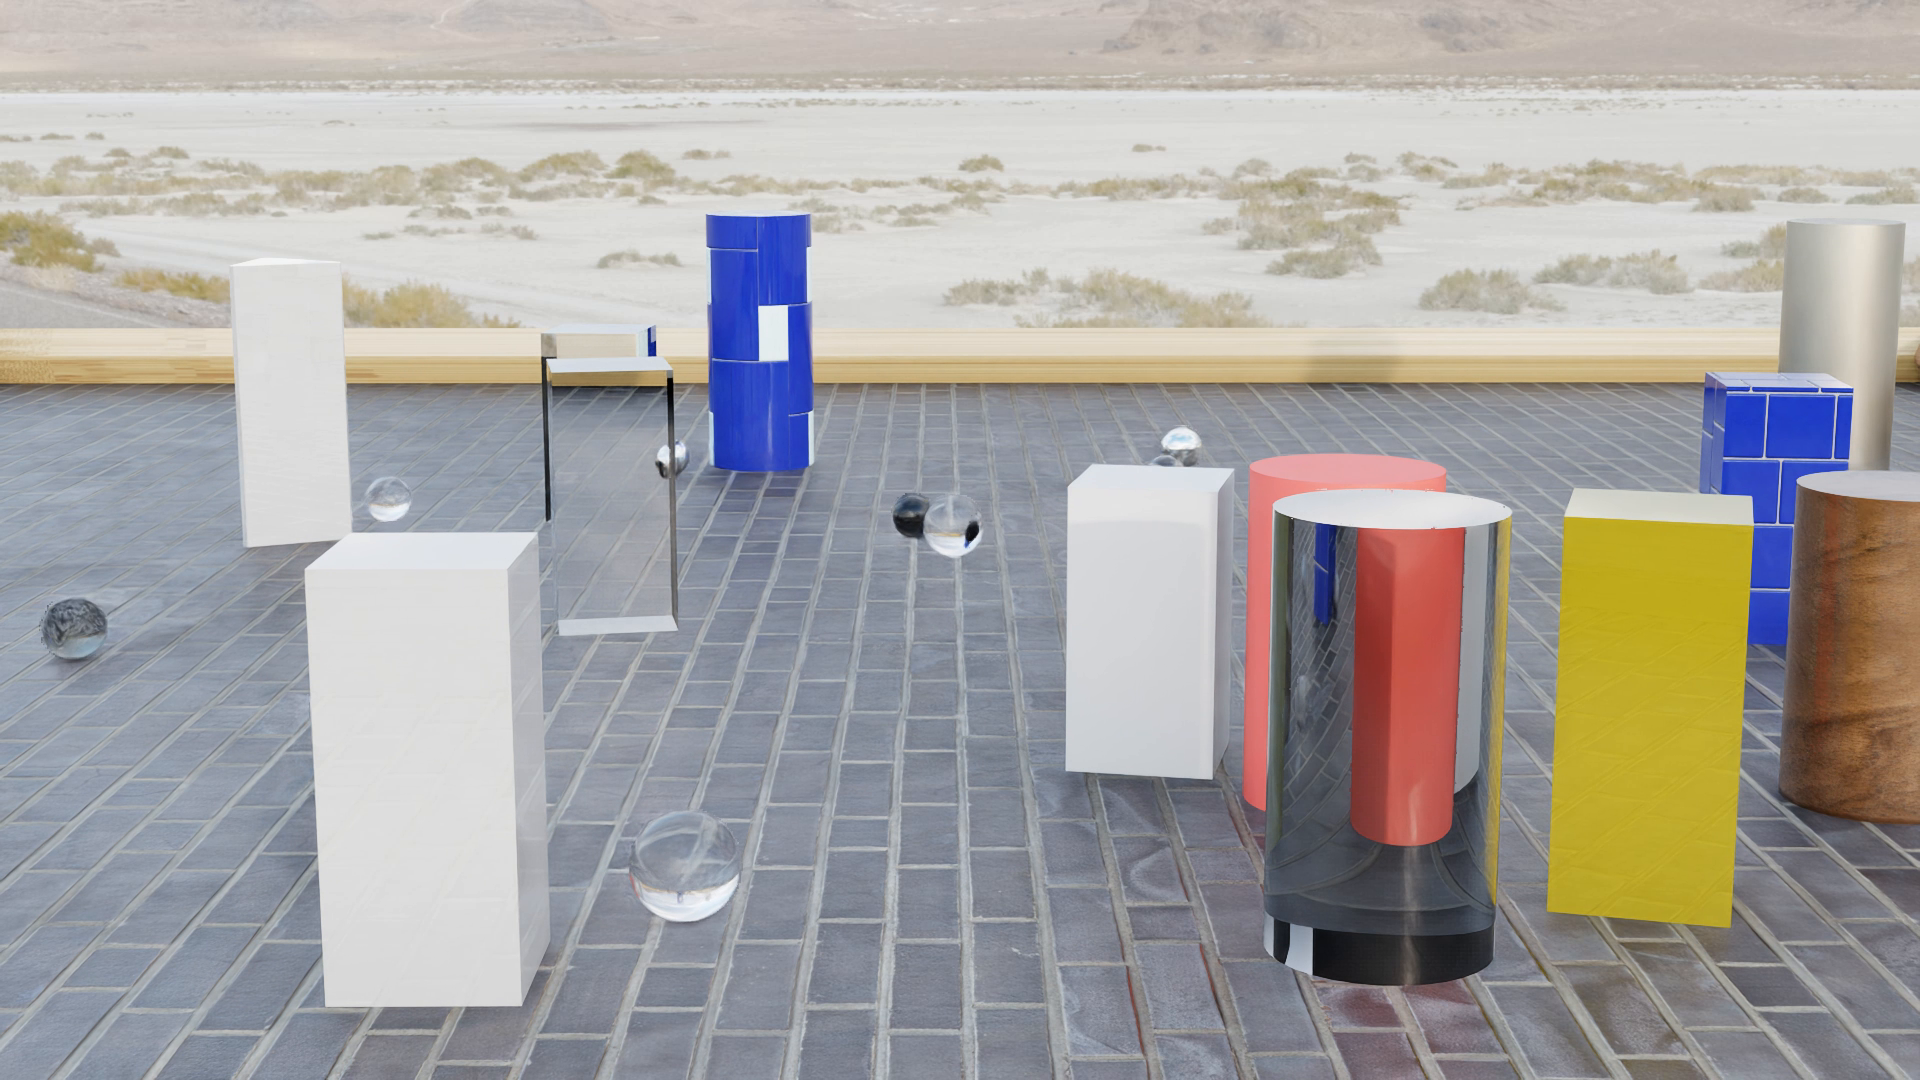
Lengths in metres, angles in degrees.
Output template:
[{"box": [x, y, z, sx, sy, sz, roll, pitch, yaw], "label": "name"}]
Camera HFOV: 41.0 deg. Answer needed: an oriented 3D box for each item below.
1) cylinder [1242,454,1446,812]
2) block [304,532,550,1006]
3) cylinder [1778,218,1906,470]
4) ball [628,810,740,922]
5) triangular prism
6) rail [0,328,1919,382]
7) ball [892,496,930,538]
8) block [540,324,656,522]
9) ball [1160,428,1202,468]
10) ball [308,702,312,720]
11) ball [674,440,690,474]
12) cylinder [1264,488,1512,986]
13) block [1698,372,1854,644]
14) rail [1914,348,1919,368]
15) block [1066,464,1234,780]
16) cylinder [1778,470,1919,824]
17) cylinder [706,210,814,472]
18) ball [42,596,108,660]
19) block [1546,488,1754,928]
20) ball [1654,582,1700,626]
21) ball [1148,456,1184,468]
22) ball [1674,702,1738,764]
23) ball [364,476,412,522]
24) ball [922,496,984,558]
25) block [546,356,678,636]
[{"box": [0.381, 0.094, 2.550, 0.192, 0.334, 0.192, 0, 11, 0], "label": "cylinder"}, {"box": [-0.420, 0.179, 2.050, 0.153, 0.349, 0.153, 0, 11, -1], "label": "block"}, {"box": [1.499, -0.312, 4.383, 0.192, 0.461, 0.192, 0, 11, 0], "label": "cylinder"}, {"box": [-0.236, 0.280, 2.201, 0.096, 0.096, 0.096, 0, 11, 0], "label": "ball"}, {"box": [-1.049, -0.218, 3.970, 0.166, 0.427, 0.144, -5, 12, -27], "label": "triangular prism"}, {"box": [-0.014, -0.421, 5.883, 4.490, 0.124, 0.045, 0, 11, 0], "label": "rail"}, {"box": [-0.072, -0.036, 3.984, 0.065, 0.065, 0.065, 0, 11, 0], "label": "ball"}, {"box": [-0.581, -0.191, 4.159, 0.153, 0.305, 0.153, 1, 11, 5], "label": "block"}, {"box": [0.402, -0.167, 4.657, 0.075, 0.075, 0.075, 0, 11, 0], "label": "ball"}, {"box": [-0.658, 0.179, 2.768, 0.087, 0.087, 0.087, 0, 11, 0], "label": "ball"}, {"box": [-0.516, -0.148, 4.582, 0.066, 0.066, 0.066, 0, 11, 0], "label": "ball"}, {"box": [0.349, 0.157, 2.111, 0.192, 0.371, 0.192, 0, 11, 0], "label": "cylinder"}, {"box": [1.042, -0.043, 3.299, 0.153, 0.328, 0.153, 1, 11, 6], "label": "block"}, {"box": [2.221, 0.030, 3.462, 0.045, 0.124, 4.999, 0, 11, 0], "label": "rail"}, {"box": [0.201, 0.082, 2.704, 0.153, 0.300, 0.153, 2, 11, 12], "label": "block"}, {"box": [0.922, 0.102, 2.549, 0.192, 0.317, 0.192, 0, 11, 0], "label": "cylinder"}, {"box": [-0.365, -0.366, 4.684, 0.192, 0.458, 0.192, 0, 11, 0], "label": "cylinder"}, {"box": [-1.093, 0.109, 3.170, 0.077, 0.077, 0.077, 0, 11, 0], "label": "ball"}, {"box": [0.605, 0.142, 2.250, 0.153, 0.349, 0.153, 3, 11, 16], "label": "block"}, {"box": [0.940, 0.083, 3.364, 0.058, 0.058, 0.058, 0, 11, 0], "label": "ball"}, {"box": [0.352, -0.113, 4.393, 0.066, 0.066, 0.066, 0, 11, 0], "label": "ball"}, {"box": [0.785, 0.203, 2.701, 0.064, 0.064, 0.064, 0, 11, 0], "label": "ball"}, {"box": [-0.918, -0.065, 4.119, 0.073, 0.073, 0.073, 0, 11, 0], "label": "ball"}, {"box": [-0.010, -0.020, 3.826, 0.091, 0.091, 0.091, 0, 11, 0], "label": "ball"}, {"box": [-0.456, -0.061, 3.363, 0.153, 0.341, 0.153, -2, 11, -11], "label": "block"}]
